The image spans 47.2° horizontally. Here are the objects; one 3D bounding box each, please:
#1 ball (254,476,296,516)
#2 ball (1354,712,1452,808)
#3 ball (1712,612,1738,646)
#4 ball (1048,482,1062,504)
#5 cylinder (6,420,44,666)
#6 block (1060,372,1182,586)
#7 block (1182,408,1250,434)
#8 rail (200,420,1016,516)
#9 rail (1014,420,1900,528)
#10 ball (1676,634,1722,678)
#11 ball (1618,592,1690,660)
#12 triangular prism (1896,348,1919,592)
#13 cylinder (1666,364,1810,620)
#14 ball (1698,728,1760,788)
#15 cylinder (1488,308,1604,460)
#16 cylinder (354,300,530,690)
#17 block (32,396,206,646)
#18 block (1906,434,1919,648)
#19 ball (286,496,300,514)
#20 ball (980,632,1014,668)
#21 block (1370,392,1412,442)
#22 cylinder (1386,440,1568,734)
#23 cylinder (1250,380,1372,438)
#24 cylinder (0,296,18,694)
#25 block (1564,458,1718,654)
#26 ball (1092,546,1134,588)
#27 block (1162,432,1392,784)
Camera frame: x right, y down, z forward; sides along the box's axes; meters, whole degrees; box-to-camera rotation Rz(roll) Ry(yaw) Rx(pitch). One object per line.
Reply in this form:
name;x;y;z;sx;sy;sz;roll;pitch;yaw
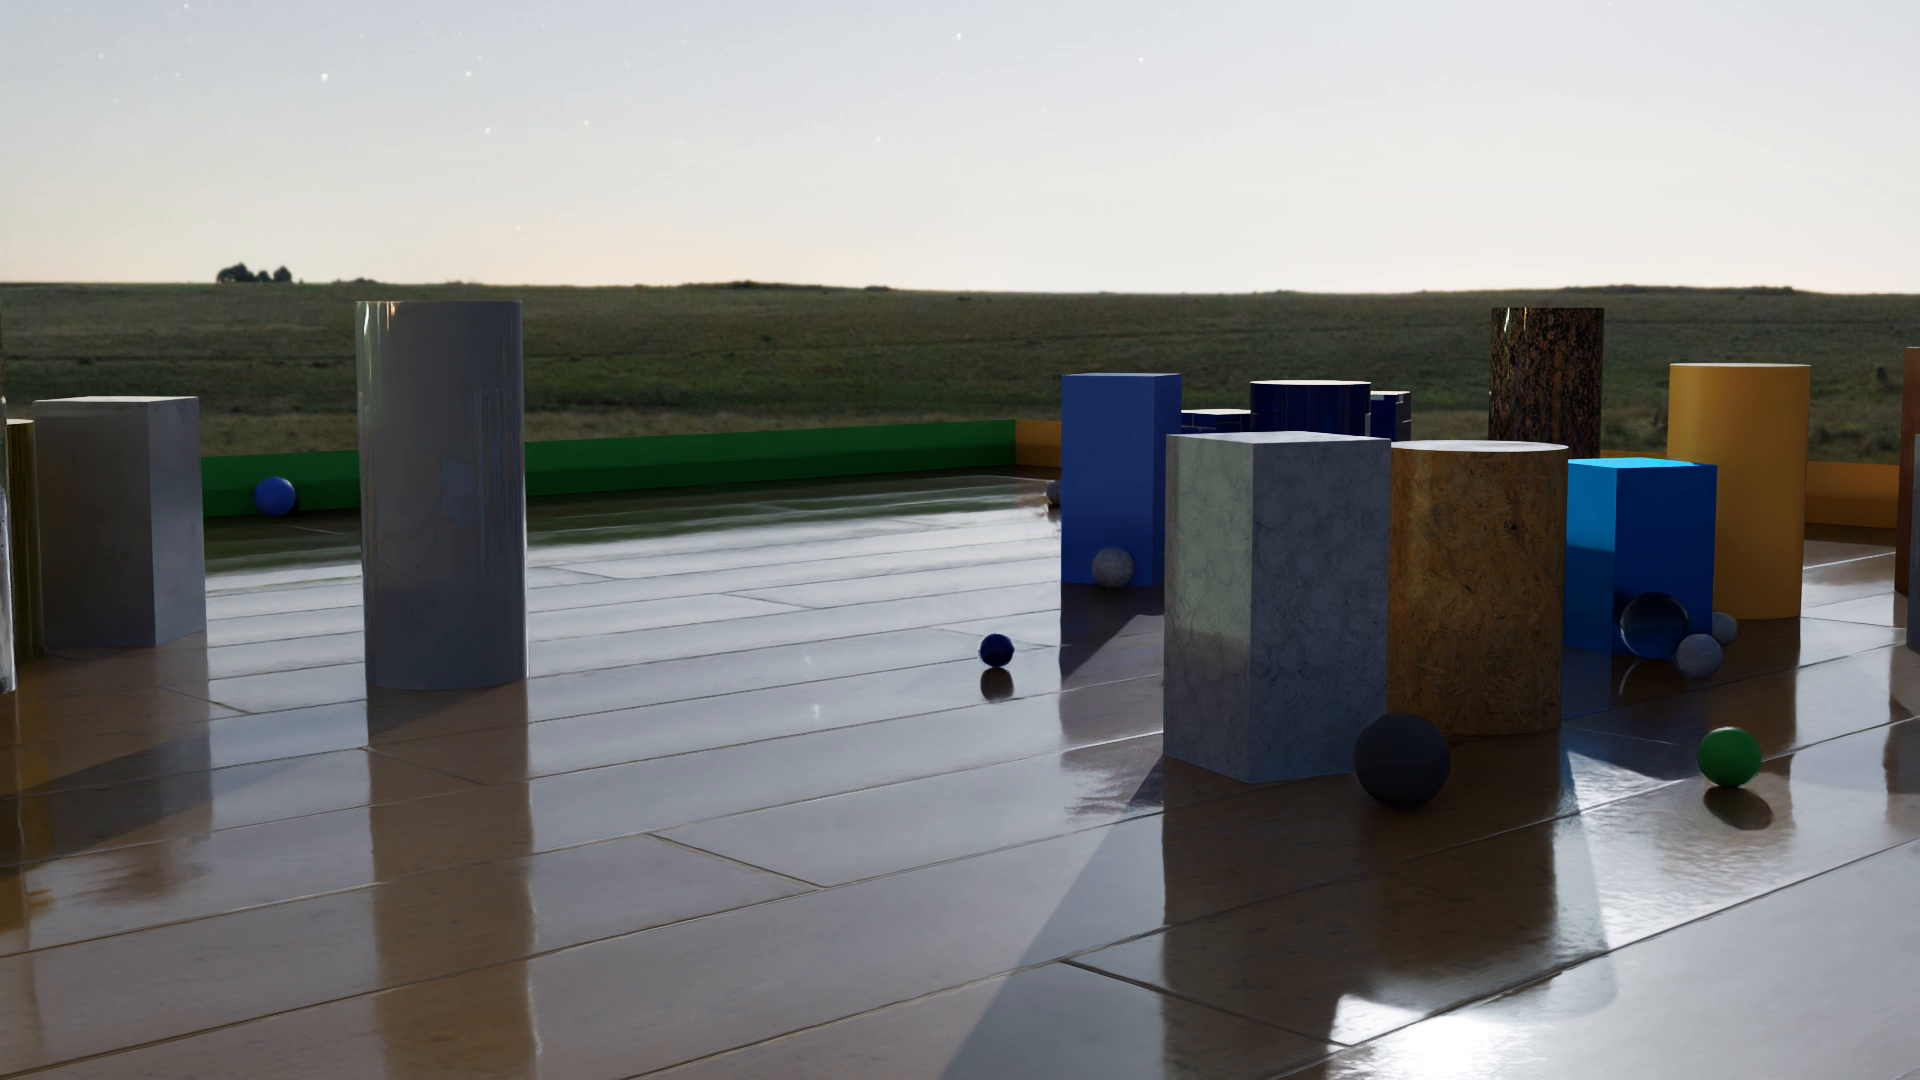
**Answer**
ball;-1.481;-0.094;4.754;0.086;0.086;0.086;0;6;0
ball;0.397;0.197;1.973;0.085;0.085;0.085;0;6;0
ball;1.010;0.119;2.919;0.045;0.045;0.045;0;6;0
ball;0.226;-0.107;5.050;0.051;0.051;0.051;0;6;0
cylinder;-1.273;0.003;2.788;0.196;0.303;0.196;0;6;0
block;0.268;-0.104;3.639;0.157;0.339;0.157;2;6;22
block;0.488;-0.112;4.108;0.157;0.256;0.157;-4;7;-33
rail;-1.437;-0.129;4.881;4.392;0.127;0.045;-5;8;-42
rail;1.597;-0.120;4.797;0.045;0.127;4.287;-5;8;-42
ball;0.898;0.140;2.670;0.054;0.054;0.054;0;6;0
ball;0.887;0.109;2.811;0.087;0.087;0.087;0;6;0
triangular prism;1.542;-0.107;3.441;0.170;0.386;0.147;-5;8;-38
cylinder;1.148;-0.077;3.257;0.196;0.364;0.196;0;6;0
ball;0.720;0.203;2.059;0.056;0.056;0.056;0;6;0
cylinder;1.050;-0.192;3.953;0.196;0.448;0.196;0;6;0
cylinder;-0.625;-0.060;2.661;0.196;0.455;0.196;0;6;0
block;-1.139;-0.029;2.989;0.157;0.325;0.157;1;6;5
block;1.352;0.007;2.851;0.157;0.282;0.157;-1;6;-12
ball;-1.472;-0.081;4.820;0.048;0.048;0.048;0;6;0
ball;0.046;0.138;2.746;0.043;0.043;0.043;0;6;0
block;0.848;-0.172;4.600;0.157;0.273;0.157;3;6;23
cylinder;0.557;0.046;2.396;0.196;0.298;0.196;0;6;0
cylinder;0.575;-0.096;3.625;0.196;0.326;0.196;0;6;0
cylinder;-1.210;-0.060;2.552;0.196;0.476;0.196;0;6;0
block;0.891;0.018;2.937;0.157;0.243;0.157;-2;6;-20
ball;0.244;0.044;3.527;0.068;0.068;0.068;0;6;0
block;0.309;0.059;2.162;0.157;0.321;0.157;-3;7;-26
